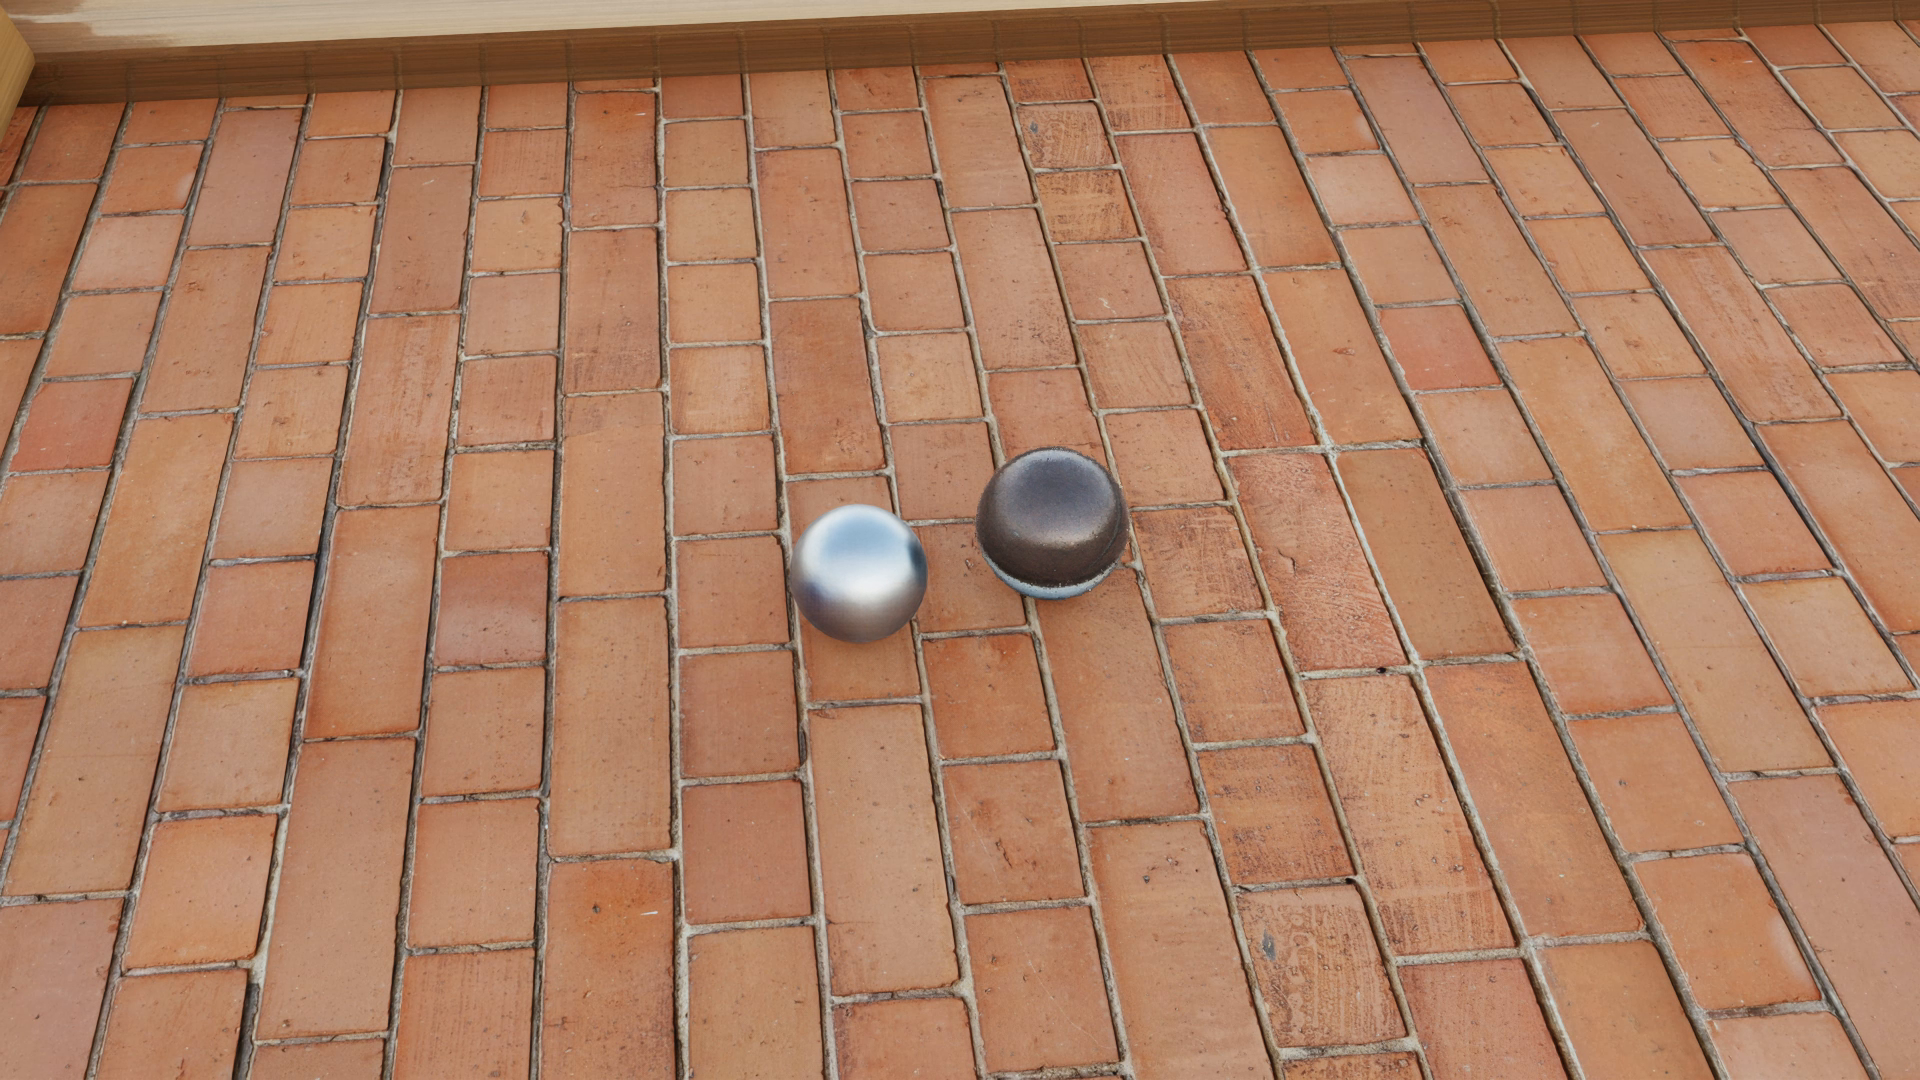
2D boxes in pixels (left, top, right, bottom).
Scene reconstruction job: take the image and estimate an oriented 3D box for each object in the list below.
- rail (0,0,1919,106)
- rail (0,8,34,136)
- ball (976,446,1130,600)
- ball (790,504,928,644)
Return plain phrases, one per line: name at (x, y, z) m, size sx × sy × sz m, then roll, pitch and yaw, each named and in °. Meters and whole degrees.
rail at (0.672, -0.514, 2.328) m, size 3.033 × 0.129 × 0.045 m, roll -4°, pitch 36°, yaw -5°
rail at (-0.730, 0.026, 1.577) m, size 0.045 × 0.129 × 1.590 m, roll -4°, pitch 36°, yaw -5°
ball at (0.060, -0.010, 1.655) m, size 0.099 × 0.099 × 0.099 m, roll 0°, pitch 36°, yaw 0°
ball at (-0.064, 0.021, 1.620) m, size 0.088 × 0.088 × 0.088 m, roll 0°, pitch 36°, yaw 0°
